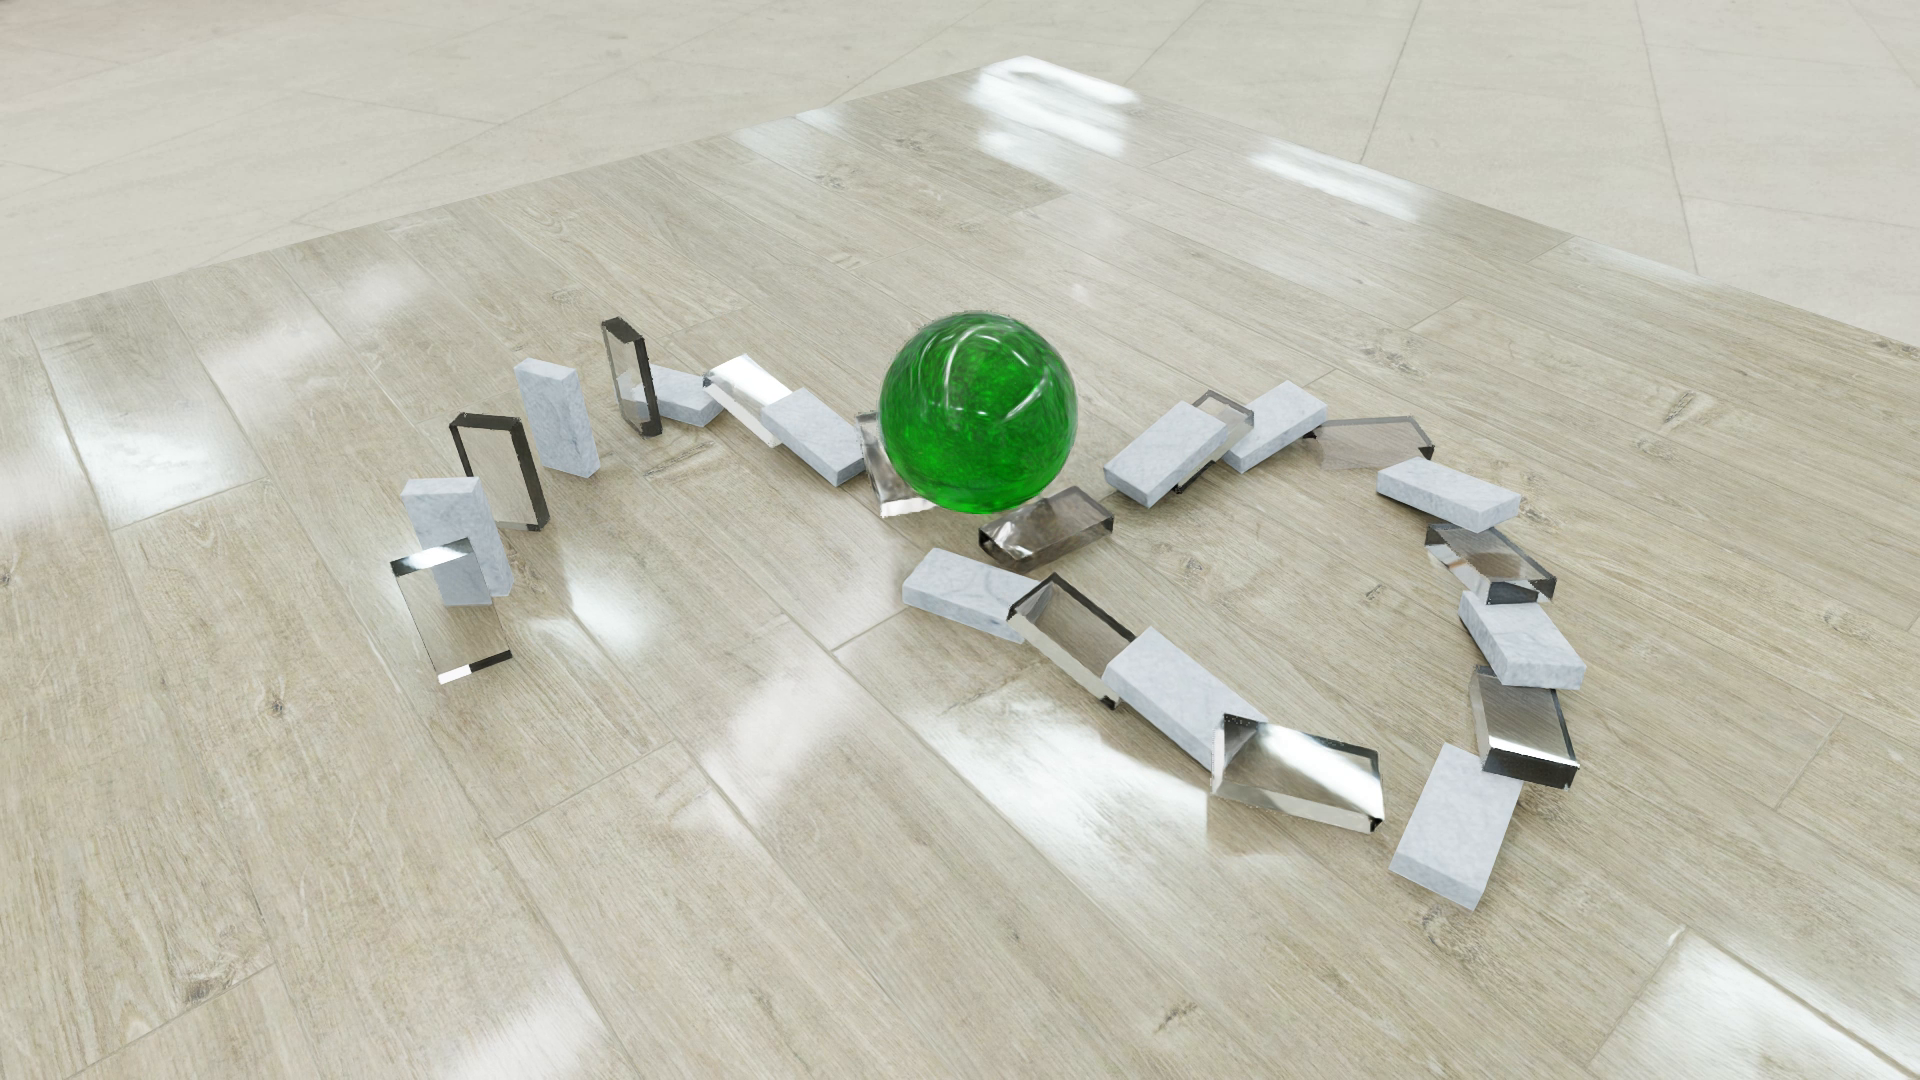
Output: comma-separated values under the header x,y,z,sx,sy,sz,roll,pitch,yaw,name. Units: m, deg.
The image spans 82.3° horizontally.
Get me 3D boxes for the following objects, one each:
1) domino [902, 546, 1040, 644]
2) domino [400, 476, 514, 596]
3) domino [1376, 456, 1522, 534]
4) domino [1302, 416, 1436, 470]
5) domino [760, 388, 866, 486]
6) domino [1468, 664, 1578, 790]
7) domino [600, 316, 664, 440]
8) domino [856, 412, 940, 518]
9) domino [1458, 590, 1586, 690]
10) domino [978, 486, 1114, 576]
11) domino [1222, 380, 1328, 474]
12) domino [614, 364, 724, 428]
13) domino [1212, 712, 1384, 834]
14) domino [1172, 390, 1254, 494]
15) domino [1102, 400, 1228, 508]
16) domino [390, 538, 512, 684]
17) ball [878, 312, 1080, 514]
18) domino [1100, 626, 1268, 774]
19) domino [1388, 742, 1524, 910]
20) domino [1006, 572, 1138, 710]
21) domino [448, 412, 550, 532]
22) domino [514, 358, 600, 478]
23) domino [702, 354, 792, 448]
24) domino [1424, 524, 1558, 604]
x,y,z,sx,sy,sz,roll,pitch,yaw,name
0.006,0.021,0.418,0.050,0.009,0.025,18,43,21,domino
-0.187,0.000,0.412,0.025,0.050,0.009,-2,39,-3,domino
0.203,-0.020,0.458,0.025,0.009,0.050,-19,31,-25,domino
0.184,-0.044,0.497,0.050,0.009,0.025,-4,39,-4,domino
-0.063,-0.047,0.492,0.050,0.009,0.025,39,52,22,domino
0.184,0.060,0.361,0.025,0.009,0.050,12,28,14,domino
-0.149,-0.073,0.501,0.009,0.050,0.025,-26,46,-28,domino
-0.027,-0.034,0.475,0.025,0.010,0.050,-10,56,-13,domino
0.199,0.035,0.392,0.025,0.009,0.050,4,26,5,domino
0.035,-0.004,0.448,0.050,0.010,0.025,-24,45,-26,domino
0.138,-0.052,0.498,0.050,0.010,0.025,-31,47,-14,domino
-0.138,-0.070,0.529,0.050,0.010,0.025,16,42,19,domino
0.106,0.073,0.345,0.050,0.010,0.025,14,46,1,domino
0.104,-0.044,0.486,0.050,0.009,0.025,-40,52,-18,domino
0.088,-0.037,0.473,0.050,0.009,0.025,-40,52,-18,domino
-0.175,0.025,0.381,0.025,0.050,0.009,-21,44,-24,domino
0.007,-0.050,0.438,0.080,0.080,0.080,0,39,0,ball
0.075,0.054,0.369,0.050,0.010,0.025,39,52,22,domino
0.153,0.087,0.338,0.025,0.009,0.050,24,45,26,domino
0.044,0.035,0.392,0.050,0.009,0.025,39,52,22,domino
-0.185,-0.027,0.444,0.025,0.050,0.010,6,40,7,domino
-0.174,-0.052,0.475,0.025,0.050,0.009,15,42,18,domino
-0.095,-0.066,0.515,0.050,0.010,0.025,40,52,22,domino
0.203,0.008,0.424,0.025,0.009,0.050,-3,26,-3,domino
